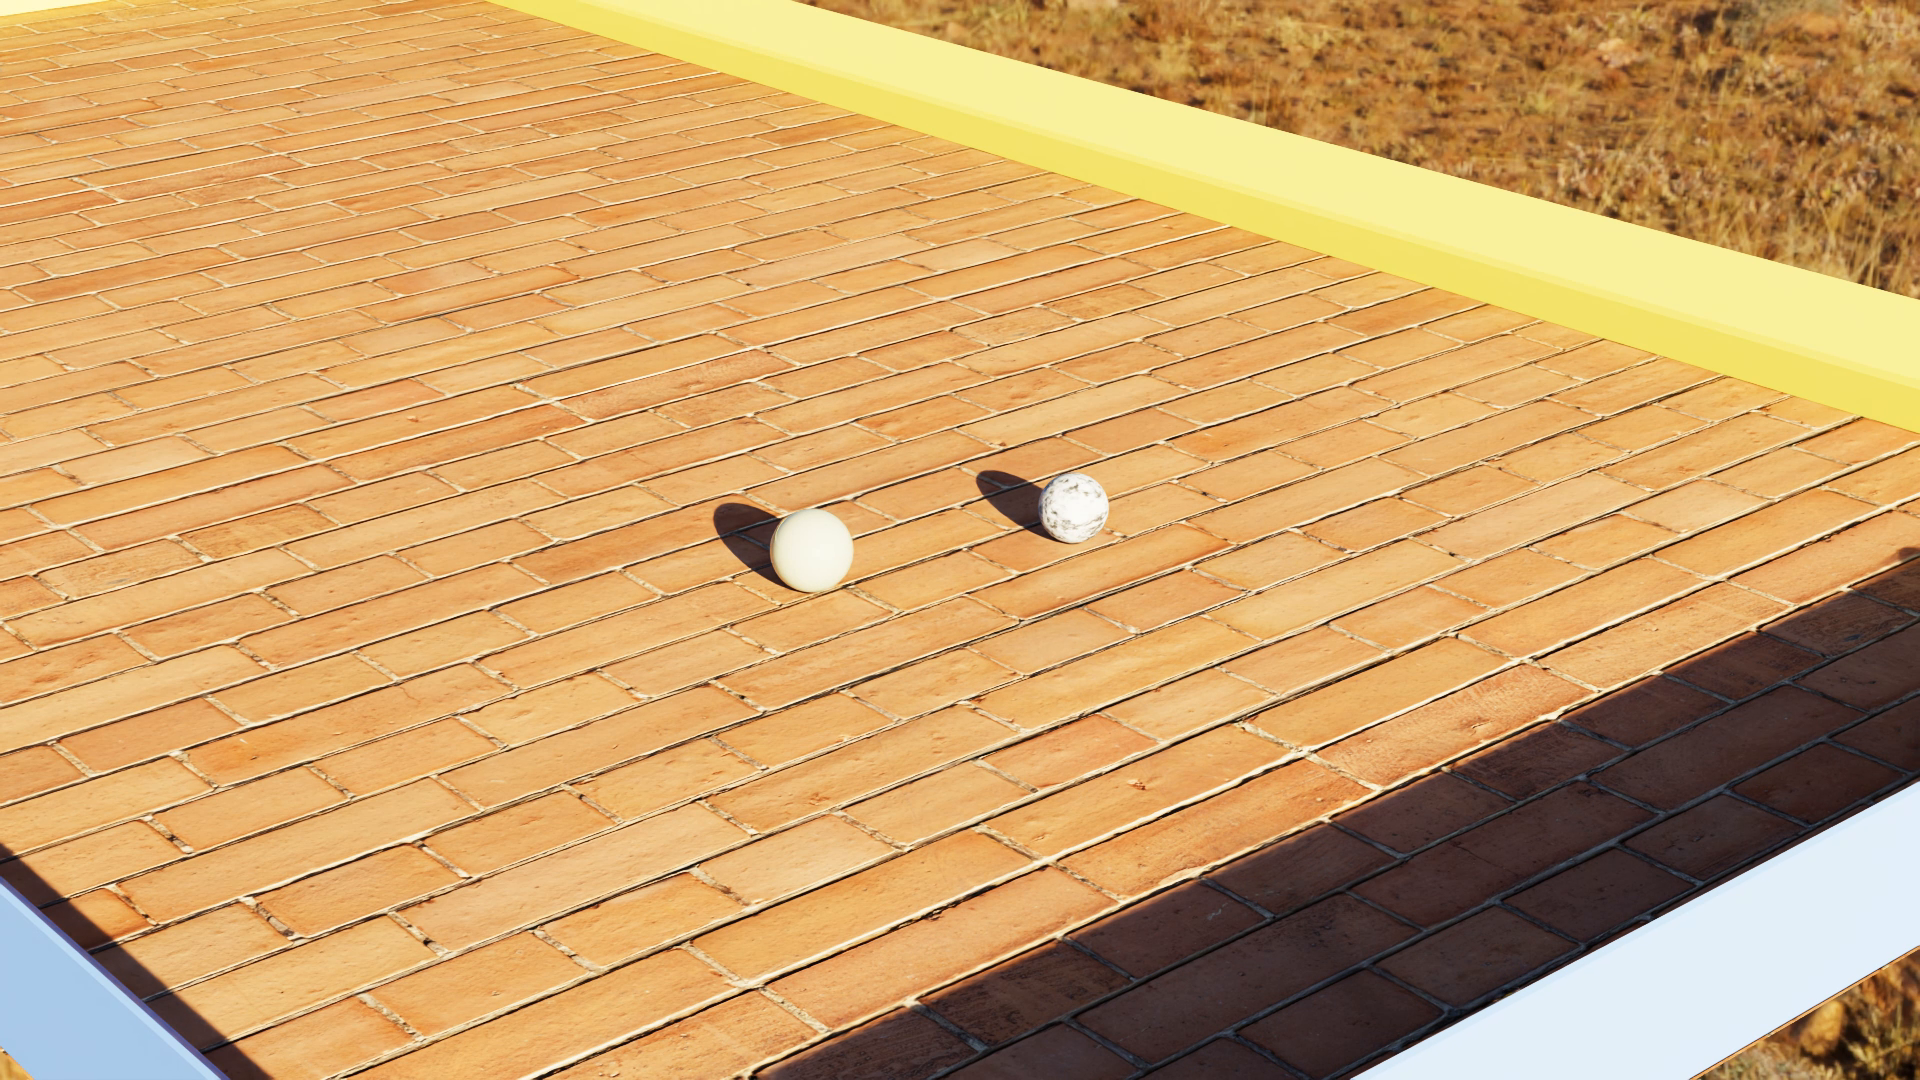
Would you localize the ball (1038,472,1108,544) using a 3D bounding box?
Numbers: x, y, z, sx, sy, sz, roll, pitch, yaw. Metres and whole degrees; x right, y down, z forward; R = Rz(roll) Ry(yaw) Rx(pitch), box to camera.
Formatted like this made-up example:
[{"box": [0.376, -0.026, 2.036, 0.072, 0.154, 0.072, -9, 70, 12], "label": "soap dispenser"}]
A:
[{"box": [0.097, -0.027, 2.514, 0.060, 0.060, 0.060, 0, 22, 0], "label": "ball"}]

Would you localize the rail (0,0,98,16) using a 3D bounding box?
[{"box": [-1.661, -0.772, 4.232, 1.828, 0.125, 0.045, -18, 28, -37], "label": "rail"}]

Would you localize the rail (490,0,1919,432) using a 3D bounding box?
[{"box": [0.119, -0.498, 3.568, 0.045, 0.125, 3.449, -18, 28, -37], "label": "rail"}]

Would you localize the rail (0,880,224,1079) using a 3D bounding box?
[{"box": [-1.237, -0.058, 2.501, 0.045, 0.125, 3.449, -18, 28, -37], "label": "rail"}]

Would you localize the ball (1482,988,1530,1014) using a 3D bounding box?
[{"box": [0.334, 0.295, 1.732, 0.061, 0.061, 0.061, 0, 22, 0], "label": "ball"}]

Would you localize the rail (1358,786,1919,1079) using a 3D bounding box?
[{"box": [0.543, 0.216, 1.837, 1.828, 0.125, 0.045, -18, 28, -37], "label": "rail"}]

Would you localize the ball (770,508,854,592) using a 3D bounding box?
[{"box": [-0.122, 0.009, 2.415, 0.069, 0.069, 0.069, 0, 22, 0], "label": "ball"}]
